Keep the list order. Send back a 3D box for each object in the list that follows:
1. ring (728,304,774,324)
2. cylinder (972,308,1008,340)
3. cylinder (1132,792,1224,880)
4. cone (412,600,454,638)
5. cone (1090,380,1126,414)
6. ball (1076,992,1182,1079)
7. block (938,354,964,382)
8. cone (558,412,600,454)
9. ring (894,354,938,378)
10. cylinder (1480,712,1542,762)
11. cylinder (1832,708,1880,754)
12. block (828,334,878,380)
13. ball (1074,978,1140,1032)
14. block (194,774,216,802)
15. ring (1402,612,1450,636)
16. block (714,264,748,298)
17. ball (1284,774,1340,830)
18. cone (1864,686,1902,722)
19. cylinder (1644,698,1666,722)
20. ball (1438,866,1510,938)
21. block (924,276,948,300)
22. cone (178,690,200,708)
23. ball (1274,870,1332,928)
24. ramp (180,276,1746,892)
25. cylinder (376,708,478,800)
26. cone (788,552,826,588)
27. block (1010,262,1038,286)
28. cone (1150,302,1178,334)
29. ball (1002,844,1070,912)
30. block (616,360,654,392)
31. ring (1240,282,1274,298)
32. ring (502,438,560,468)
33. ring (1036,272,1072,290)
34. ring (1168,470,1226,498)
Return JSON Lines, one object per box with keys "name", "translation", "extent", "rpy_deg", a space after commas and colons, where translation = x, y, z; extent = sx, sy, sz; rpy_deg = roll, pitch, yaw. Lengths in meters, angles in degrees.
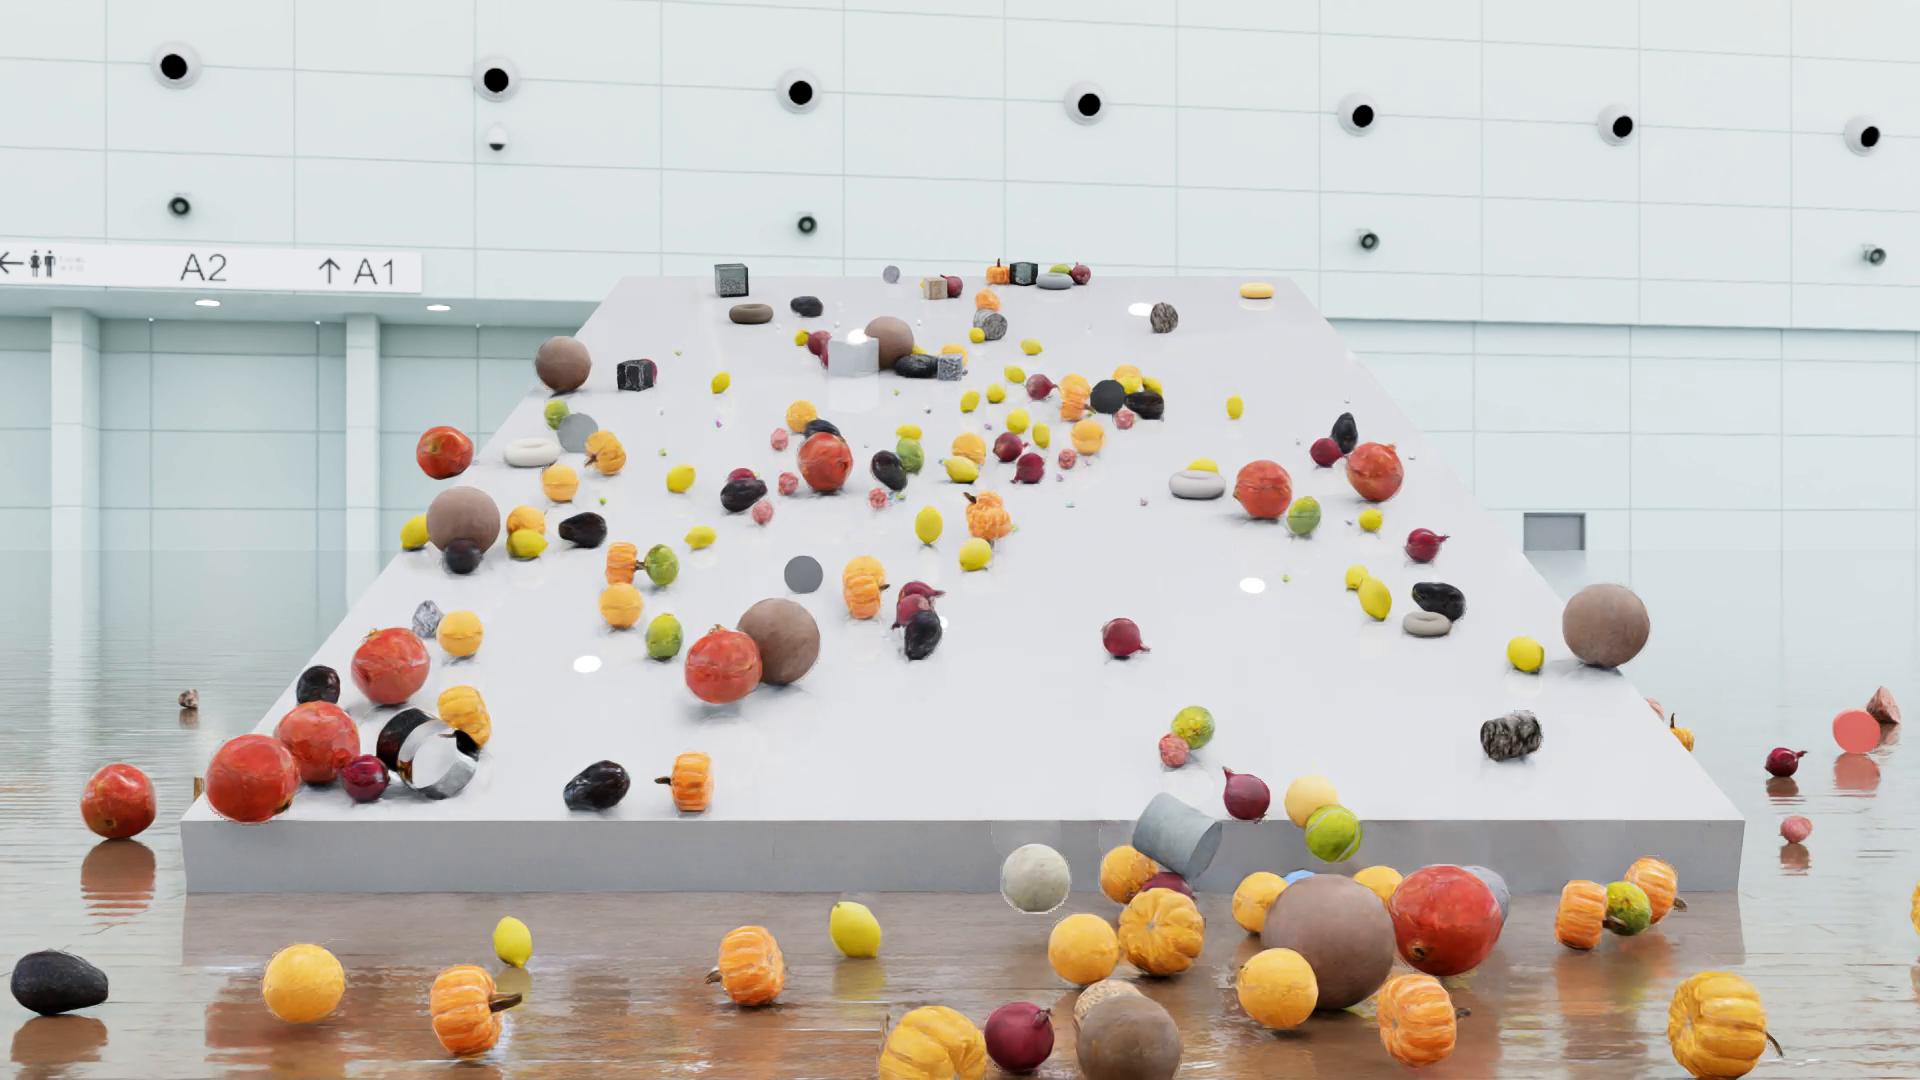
{"name": "ring", "translation": [-0.564, -0.611, 5.987], "extent": [0.121, 0.040, 0.121], "rpy_deg": [-1, 16, 0]}
{"name": "cylinder", "translation": [0.079, -0.561, 5.768], "extent": [0.070, 0.070, 0.070], "rpy_deg": [0, 16, -22]}
{"name": "cylinder", "translation": [0.261, 0.355, 2.659], "extent": [0.078, 0.078, 0.078], "rpy_deg": [27, 13, 28]}
{"name": "cone", "translation": [-0.829, 0.132, 3.532], "extent": [0.061, 0.061, 0.061], "rpy_deg": [0, -14, 40]}
{"name": "cone", "translation": [0.344, -0.312, 5.000], "extent": [0.083, 0.083, 0.083], "rpy_deg": [0, -11, 19]}
{"name": "ball", "translation": [0.136, 0.409, 1.789], "extent": [0.086, 0.086, 0.086], "rpy_deg": [0, 0, 0]}
{"name": "block", "translation": [-0.023, -0.413, 5.306], "extent": [0.054, 0.054, 0.054], "rpy_deg": [2, 17, 7]}
{"name": "cone", "translation": [-0.797, -0.215, 4.668], "extent": [0.087, 0.087, 0.087], "rpy_deg": [0, -10, -1]}
{"name": "ring", "translation": [-0.101, -0.419, 5.350], "extent": [0.116, 0.039, 0.116], "rpy_deg": [-2, 20, 1]}
{"name": "cylinder", "translation": [0.752, 0.268, 3.029], "extent": [0.057, 0.057, 0.057], "rpy_deg": [-11, 5, -28]}
{"name": "cylinder", "translation": [1.928, 0.411, 4.773], "extent": [0.093, 0.093, 0.093], "rpy_deg": [0, 0, 18]}
{"name": "block", "translation": [-0.257, -0.442, 5.345], "extent": [0.086, 0.086, 0.086], "rpy_deg": [13, 21, 37]}
{"name": "ball", "translation": [0.133, 0.419, 1.942], "extent": [0.067, 0.067, 0.067], "rpy_deg": [0, 0, 0]}
{"name": "block", "translation": [-1.097, 0.407, 3.379], "extent": [0.095, 0.095, 0.095], "rpy_deg": [0, 0, 32]}
{"name": "ring", "translation": [0.744, 0.134, 3.537], "extent": [0.075, 0.025, 0.075], "rpy_deg": [0, 16, 0]}
{"name": "block", "translation": [-0.655, -0.744, 6.356], "extent": [0.082, 0.082, 0.082], "rpy_deg": [-5, 17, -16]}
{"name": "ball", "translation": [0.445, 0.331, 2.803], "extent": [0.070, 0.070, 0.070], "rpy_deg": [0, 0, 0]}
{"name": "cone", "translation": [2.304, 0.436, 5.601], "extent": [0.099, 0.099, 0.099], "rpy_deg": [-33, -20, 34]}
{"name": "cylinder", "translation": [1.590, 0.415, 5.197], "extent": [0.085, 0.085, 0.085], "rpy_deg": [0, 0, -34]}
{"name": "ball", "translation": [0.587, 0.412, 2.532], "extent": [0.081, 0.081, 0.081], "rpy_deg": [0, 0, 0]}
{"name": "block", "translation": [-0.070, -0.716, 6.315], "extent": [0.054, 0.054, 0.054], "rpy_deg": [-5, 18, -17]}
{"name": "cone", "translation": [-2.091, 0.446, 6.049], "extent": [0.058, 0.058, 0.058], "rpy_deg": [0, 26, -46]}
{"name": "ball", "translation": [0.401, 0.420, 2.591], "extent": [0.066, 0.066, 0.066], "rpy_deg": [0, 0, 0]}
{"name": "ramp", "translation": [-0.003, -0.170, 4.762], "extent": [2.000, 0.100, 4.000], "rpy_deg": [0, 17, 0]}
{"name": "cylinder", "translation": [-0.701, 0.281, 2.916], "extent": [0.096, 0.096, 0.096], "rpy_deg": [0, 12, -43]}
{"name": "cone", "translation": [-0.268, 0.064, 3.756], "extent": [0.067, 0.067, 0.067], "rpy_deg": [0, -23, -19]}
{"name": "block", "translation": [0.188, -0.784, 6.528], "extent": [0.060, 0.060, 0.060], "rpy_deg": [15, 22, 40]}
{"name": "cone", "translation": [0.525, -0.578, 5.884], "extent": [0.083, 0.083, 0.083], "rpy_deg": [0, -11, -18]}
{"name": "ball", "translation": [0.090, 0.401, 2.629], "extent": [0.081, 0.081, 0.081], "rpy_deg": [0, 0, 0]}
{"name": "block", "translation": [-0.763, -0.386, 5.202], "extent": [0.060, 0.060, 0.060], "rpy_deg": [8, 18, 23]}
{"name": "ring", "translation": [0.849, -0.713, 6.345], "extent": [0.101, 0.034, 0.101], "rpy_deg": [0, 16, 0]}
{"name": "ring", "translation": [-0.880, -0.179, 4.549], "extent": [0.117, 0.039, 0.117], "rpy_deg": [0, 18, 0]}
{"name": "ring", "translation": [0.275, -0.757, 6.482], "extent": [0.109, 0.036, 0.109], "rpy_deg": [1, 17, 0]}
{"name": "ring", "translation": [0.463, -0.109, 4.324], "extent": [0.112, 0.037, 0.112], "rpy_deg": [1, 16, 0]}
